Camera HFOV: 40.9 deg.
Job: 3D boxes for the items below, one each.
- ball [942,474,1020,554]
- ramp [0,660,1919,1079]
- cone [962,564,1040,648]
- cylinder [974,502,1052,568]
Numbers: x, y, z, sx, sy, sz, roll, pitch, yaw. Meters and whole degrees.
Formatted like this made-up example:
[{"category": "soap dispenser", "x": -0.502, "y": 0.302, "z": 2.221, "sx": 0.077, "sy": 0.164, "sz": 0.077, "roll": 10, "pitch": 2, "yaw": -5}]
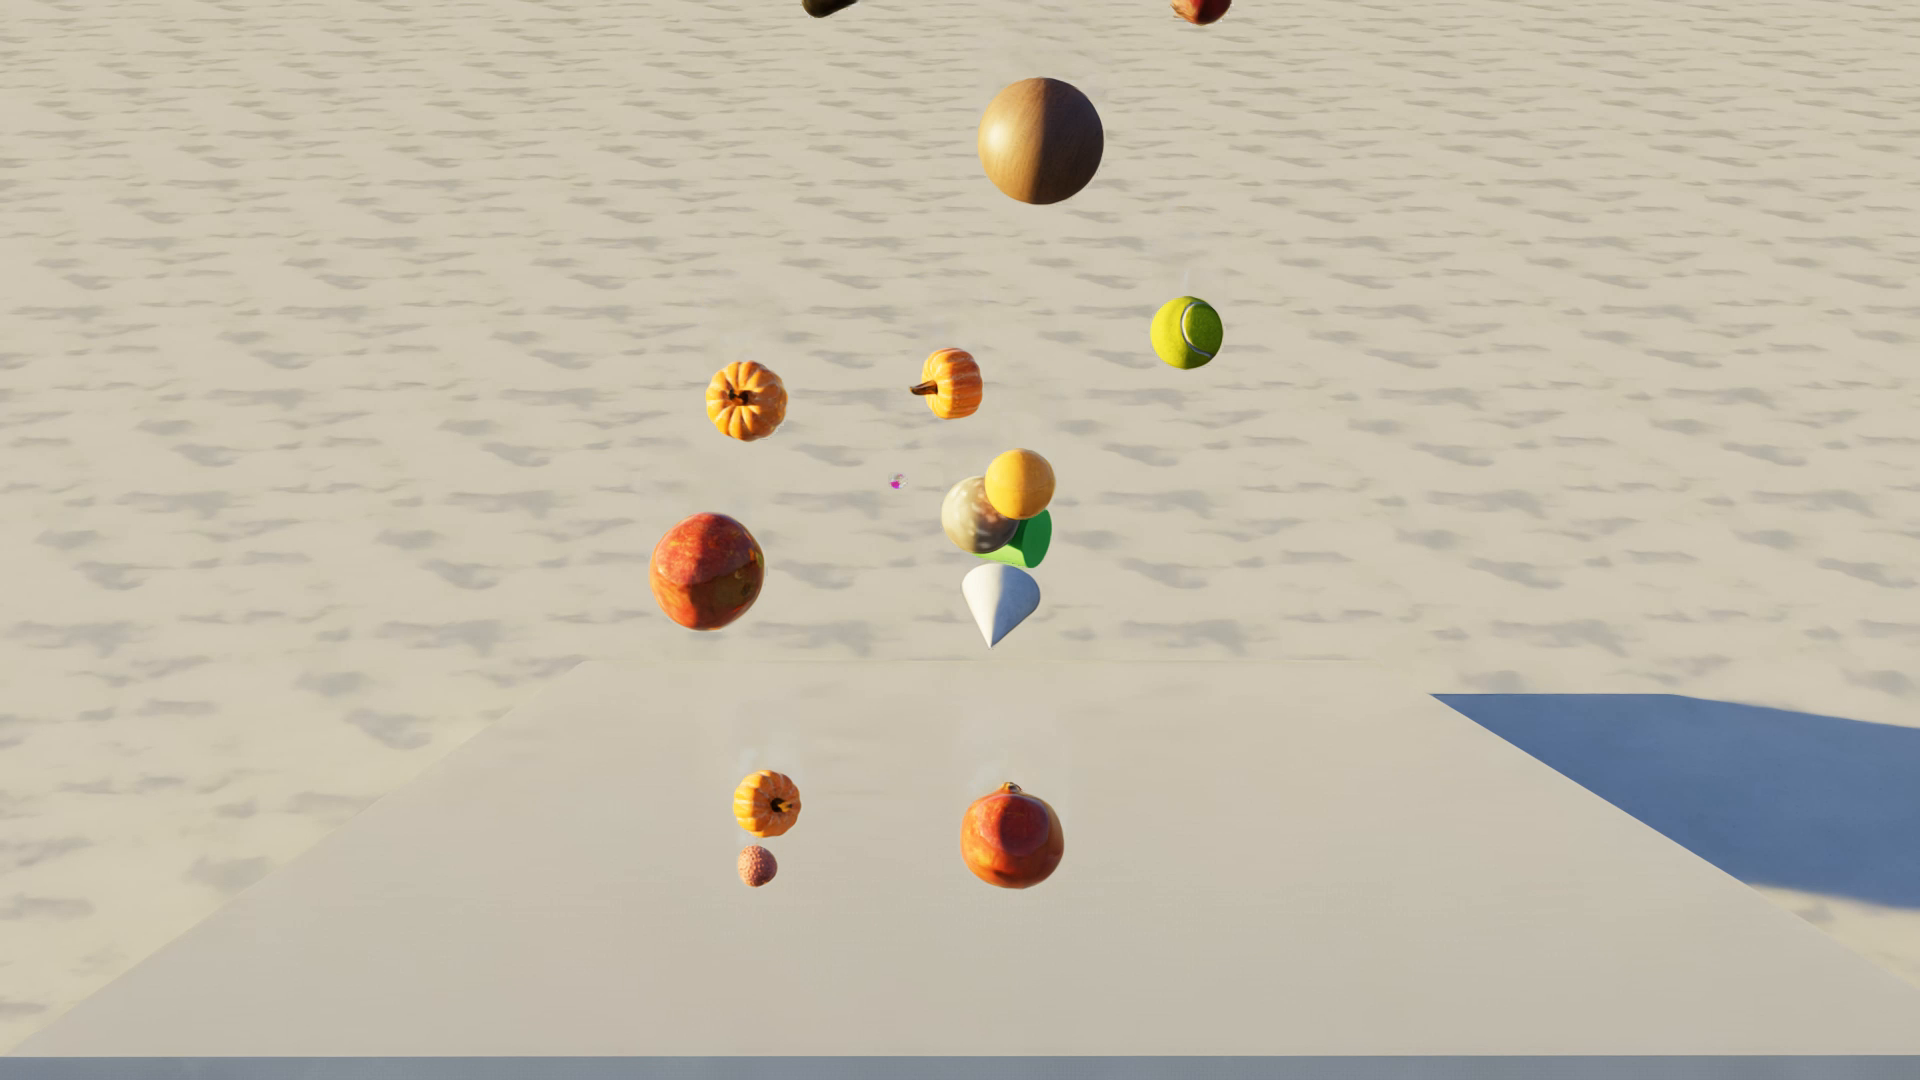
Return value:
[{"category": "ball", "x": 0.022, "y": -0.027, "z": 2.691, "sx": 0.083, "sy": 0.083, "sz": 0.083, "roll": 0, "pitch": 22, "yaw": 0}, {"category": "ramp", "x": 0.050, "y": 0.457, "z": 4.533, "sx": 2.000, "sy": 0.100, "sz": 4.000, "roll": 0, "pitch": 3, "yaw": 0}, {"category": "cone", "x": 0.035, "y": 0.077, "z": 2.487, "sx": 0.078, "sy": 0.078, "sz": 0.078, "roll": 4, "pitch": 44, "yaw": 9}, {"category": "cylinder", "x": 0.054, "y": -0.009, "z": 2.756, "sx": 0.066, "sy": 0.066, "sz": 0.066, "roll": 12, "pitch": 25, "yaw": 28}]
